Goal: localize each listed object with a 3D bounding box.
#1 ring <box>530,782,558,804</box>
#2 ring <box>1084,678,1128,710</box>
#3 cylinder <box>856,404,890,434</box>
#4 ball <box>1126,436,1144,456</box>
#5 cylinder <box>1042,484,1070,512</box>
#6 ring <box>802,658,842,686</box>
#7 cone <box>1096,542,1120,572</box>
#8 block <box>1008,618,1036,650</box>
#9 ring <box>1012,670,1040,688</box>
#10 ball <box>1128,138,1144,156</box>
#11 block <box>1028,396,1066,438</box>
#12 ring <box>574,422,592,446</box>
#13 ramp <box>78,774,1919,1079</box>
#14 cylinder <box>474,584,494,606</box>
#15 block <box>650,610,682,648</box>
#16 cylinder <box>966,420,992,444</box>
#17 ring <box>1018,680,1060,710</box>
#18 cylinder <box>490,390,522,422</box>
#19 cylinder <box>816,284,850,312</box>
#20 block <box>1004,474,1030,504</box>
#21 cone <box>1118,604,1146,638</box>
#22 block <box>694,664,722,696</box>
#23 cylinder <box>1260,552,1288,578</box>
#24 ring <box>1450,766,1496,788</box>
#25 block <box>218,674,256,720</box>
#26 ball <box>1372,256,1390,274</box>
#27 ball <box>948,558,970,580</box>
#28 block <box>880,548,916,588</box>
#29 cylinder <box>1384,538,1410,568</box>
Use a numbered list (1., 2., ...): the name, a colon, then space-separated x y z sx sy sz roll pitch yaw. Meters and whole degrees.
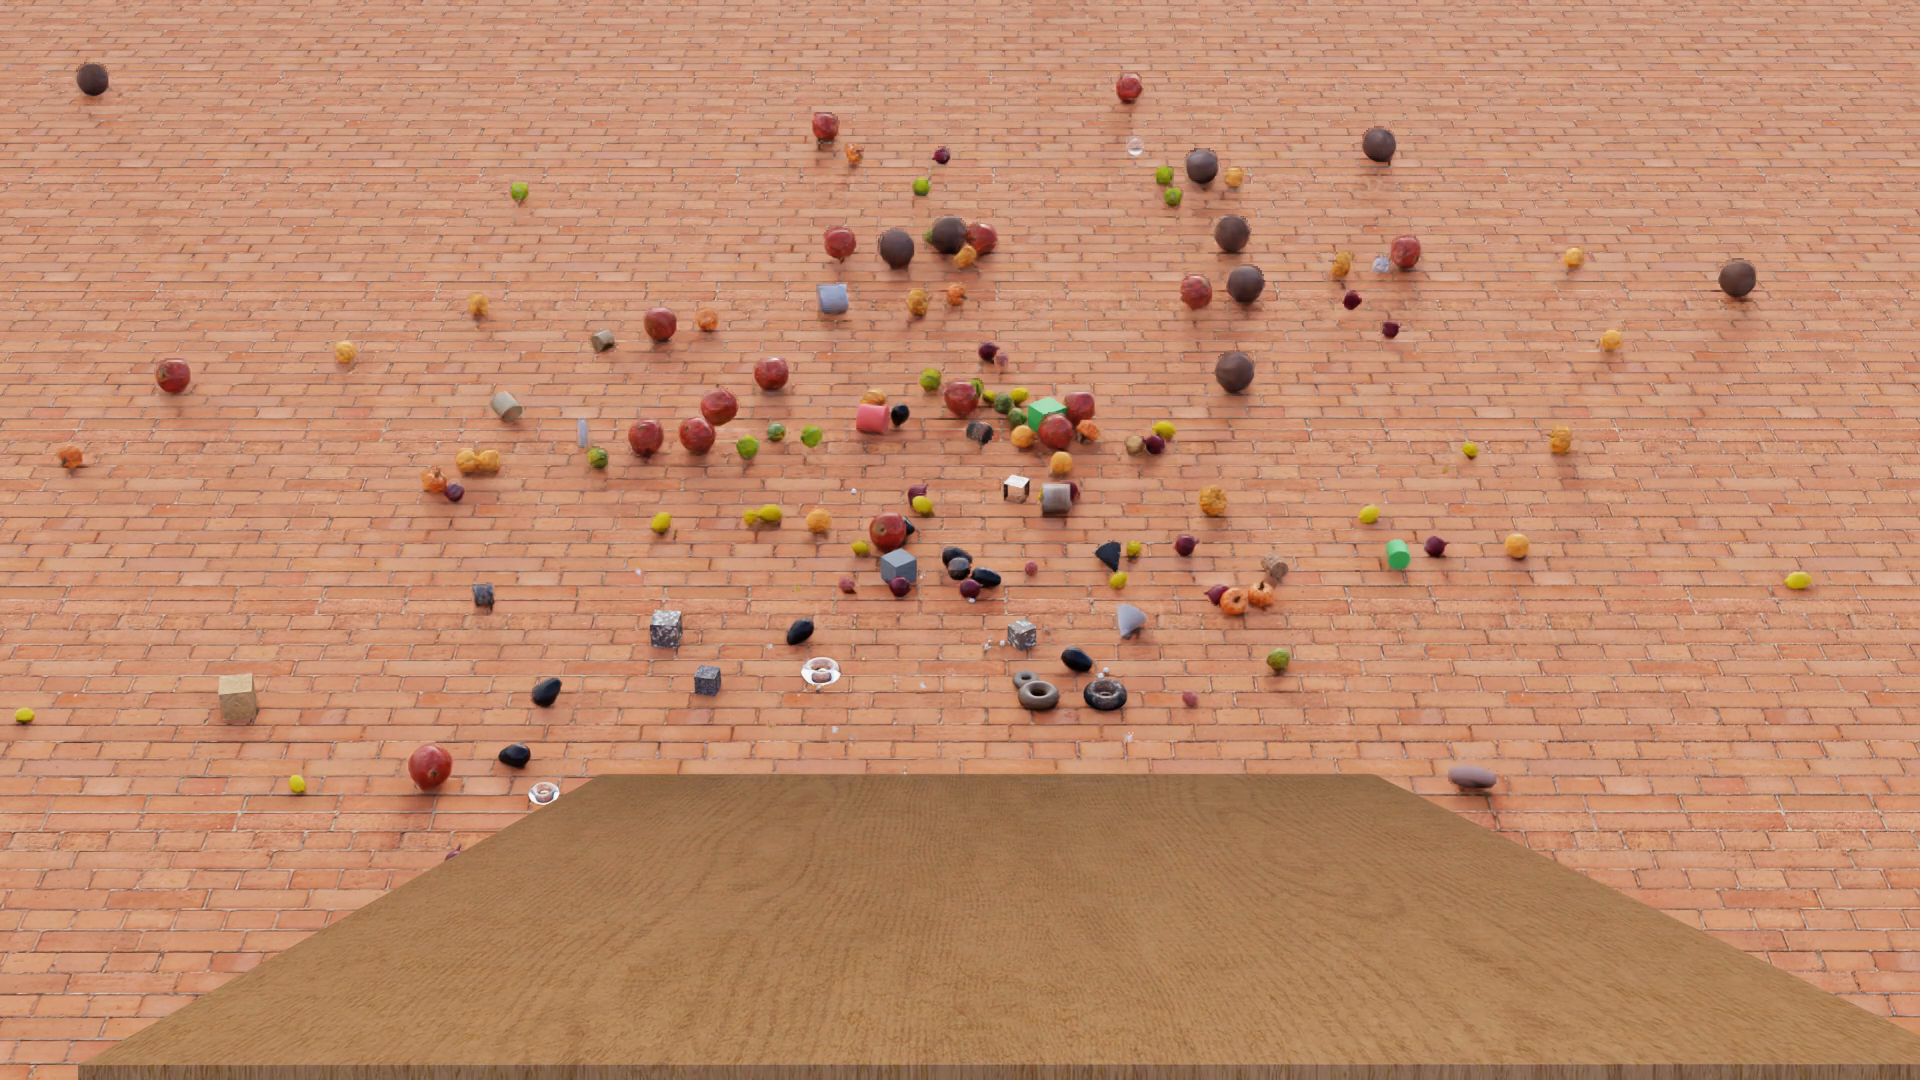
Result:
1. ring: -1.087 0.661 6.772 0.078 0.026 0.078 1 33 0
2. ring: 0.400 0.426 7.133 0.122 0.041 0.122 1 33 -1
3. cylinder: -0.283 -0.393 8.388 0.089 0.089 0.089 8 33 12
4. ball: 0.558 -0.301 8.269 0.060 0.060 0.060 0 32 0
5. cylinder: 0.295 -0.128 7.971 0.084 0.084 0.084 0 32 0
6. ring: -0.387 0.366 7.232 0.112 0.037 0.112 1 31 0
7. cone: 0.454 0.063 7.712 0.082 0.082 0.082 -11 60 -17
8. block: 0.176 0.268 7.366 0.058 0.058 0.058 -22 38 -30
9. ring: 0.183 0.389 7.206 0.075 0.025 0.075 -1 31 0
10. ball: 0.694 -1.556 10.259 0.065 0.065 0.065 0 32 0
11. block: 0.281 -0.397 8.395 0.087 0.087 0.087 -21 38 -30
12. ring: -1.209 -0.340 8.307 0.029 0.086 0.086 -32 40 -9
13. ramp: 0.072 0.629 4.725 2.000 0.100 4.000 0 -1 0
14. cylinder: -1.386 0.160 7.540 0.054 0.054 0.054 -8 33 -13
15. block: -0.836 0.253 7.375 0.076 0.076 0.076 3 32 5
16. cylinder: 0.062 -0.346 8.341 0.060 0.060 0.060 23 39 31
17. ring: 0.217 0.428 7.131 0.116 0.039 0.116 0 31 0
18. cylinder: -1.479 -0.434 8.447 0.074 0.074 0.074 -25 59 -34
19. cylinder: -0.446 -0.848 9.107 0.093 0.093 0.093 4 28 -25
20. block: 0.176 -0.156 8.039 0.060 0.060 0.060 15 35 22
21. cone: 0.476 0.247 7.416 0.090 0.090 0.090 16 62 23
22. block: -0.698 0.389 7.174 0.058 0.058 0.058 7 33 10
23. cylinder: 0.930 0.076 7.671 0.059 0.059 0.059 -15 28 -22
24. ring: 1.340 0.619 6.771 0.122 0.122 0.041 7 77 11
25. block: -1.974 0.429 7.084 0.087 0.087 0.087 -6 33 -9
26. ball: 1.522 -0.992 9.364 0.062 0.062 0.062 0 32 0
27. ball: -0.003 0.085 7.647 0.069 0.069 0.069 0 32 0
28. block: -0.181 0.084 7.643 0.076 0.076 0.076 -22 39 -31
29. cylinder: 1.303 0.043 7.718 0.065 0.065 0.065 -5 48 -7
